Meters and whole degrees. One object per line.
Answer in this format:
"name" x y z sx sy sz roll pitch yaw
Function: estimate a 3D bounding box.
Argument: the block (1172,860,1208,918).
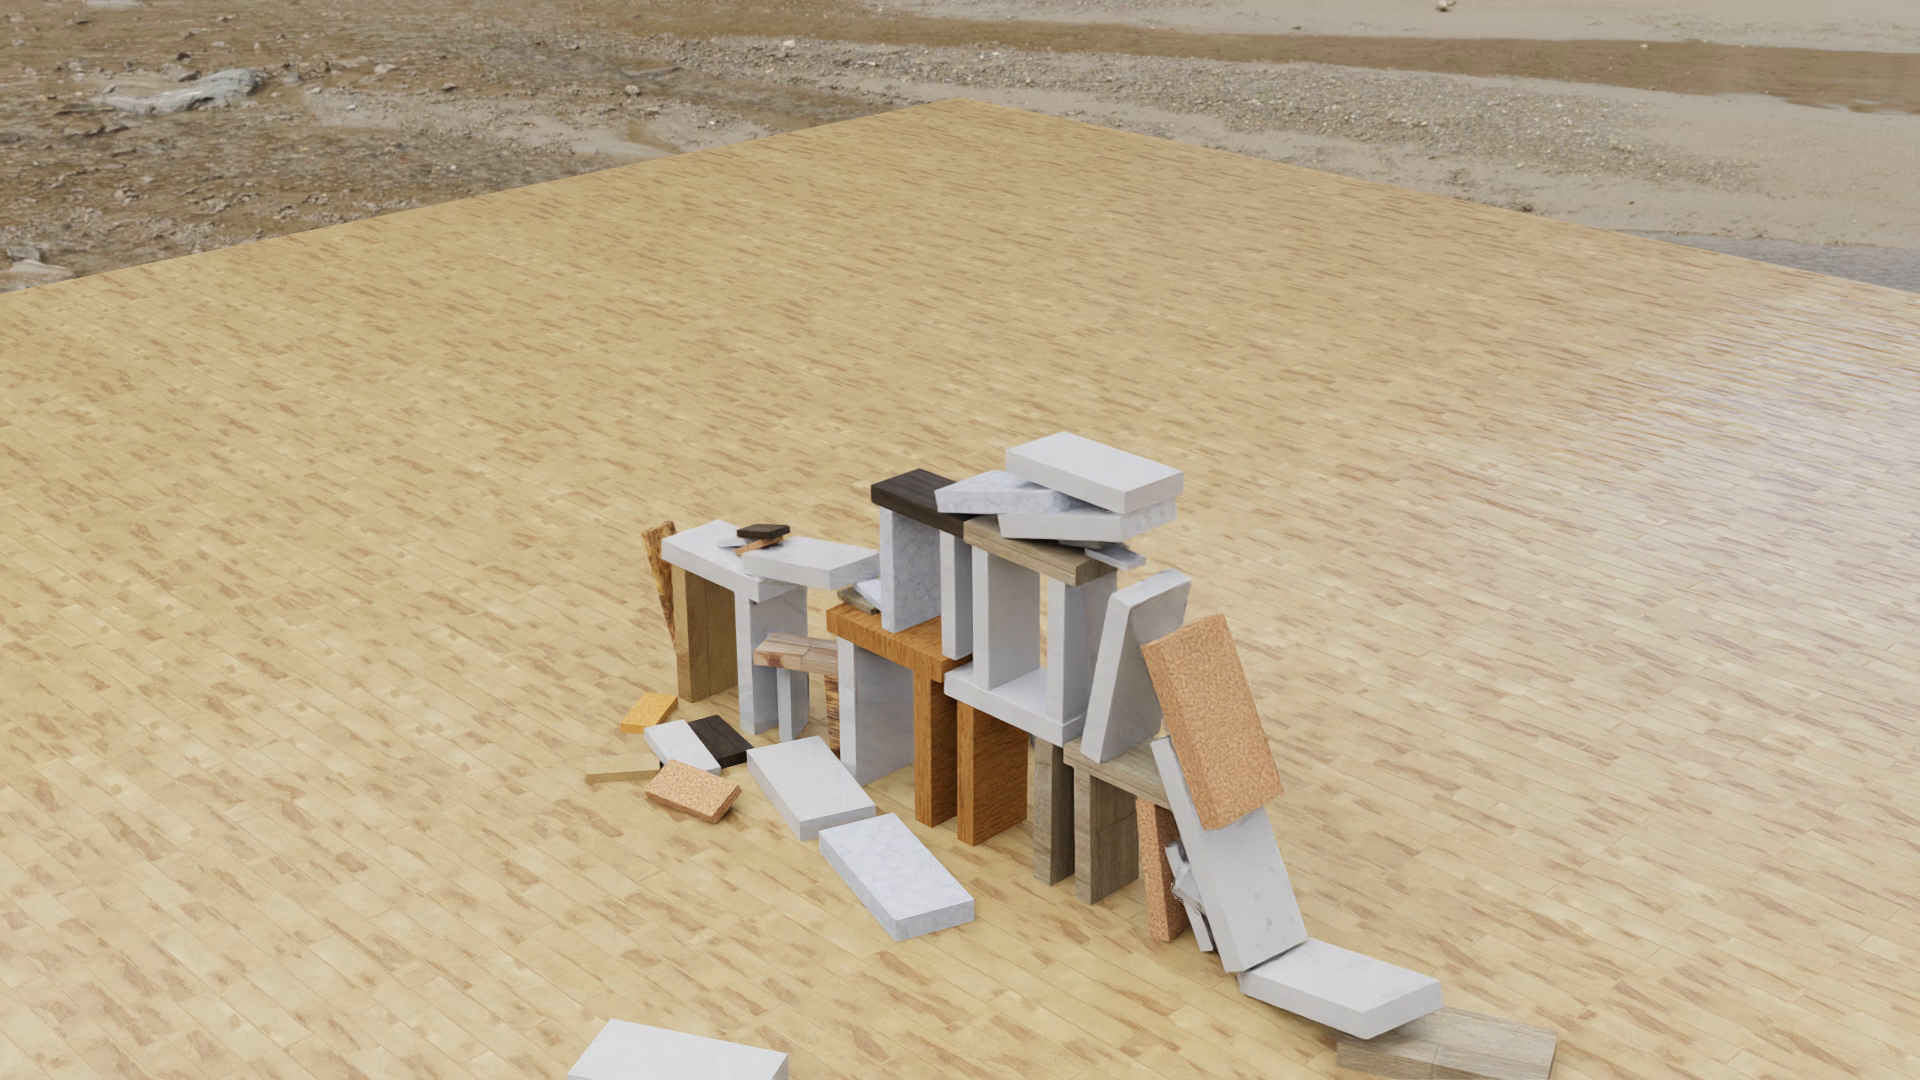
"block" 0.488 0.646 3.953 0.203 0.029 0.102 36 60 -5

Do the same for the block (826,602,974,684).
"block" -0.094 0.187 4.406 0.167 0.047 0.334 -21 31 -40

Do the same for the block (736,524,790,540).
"block" -0.418 -0.018 4.670 0.056 0.016 0.112 -20 16 -41

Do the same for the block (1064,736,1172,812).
"block" 0.338 0.412 4.026 0.276 0.039 0.138 21 31 41

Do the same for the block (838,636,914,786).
"block" -0.172 0.332 4.551 0.167 0.334 0.047 -21 31 -41

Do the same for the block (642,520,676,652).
"block" -0.636 0.138 4.965 0.076 0.363 0.022 -27 22 -37

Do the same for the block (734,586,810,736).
"block" -0.405 0.244 4.767 0.046 0.328 0.164 20 30 39

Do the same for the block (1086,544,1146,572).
"block" 0.278 0.028 3.934 0.050 0.014 0.101 -20 30 -40

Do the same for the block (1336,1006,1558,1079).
"block" 0.818 0.853 3.689 0.338 0.048 0.169 9 25 20

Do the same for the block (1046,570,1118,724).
"block" 0.225 0.182 4.059 0.143 0.286 0.041 -21 31 -41

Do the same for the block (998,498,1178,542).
"block" 0.228 -0.042 3.964 0.150 0.043 0.301 -21 16 -41

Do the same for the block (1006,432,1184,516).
"block" 0.239 -0.123 3.949 0.150 0.043 0.301 -19 29 -38

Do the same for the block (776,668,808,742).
"block" -0.361 0.322 4.740 0.029 0.204 0.102 6 24 14

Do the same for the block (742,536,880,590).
"block" -0.304 0.047 4.568 0.148 0.042 0.297 -19 19 -38

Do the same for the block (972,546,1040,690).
"block" 0.089 0.129 4.184 0.041 0.286 0.143 20 30 41

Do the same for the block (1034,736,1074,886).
"block" 0.211 0.492 4.204 0.155 0.310 0.044 -21 31 -41

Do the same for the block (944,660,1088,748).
"block" 0.134 0.299 4.206 0.310 0.044 0.155 21 31 41

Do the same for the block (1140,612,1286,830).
"block" 0.445 0.317 3.858 0.170 0.339 0.048 -22 4 -38

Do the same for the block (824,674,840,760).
"block" -0.246 0.359 4.651 0.029 0.204 0.102 5 23 21

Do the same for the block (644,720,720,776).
"block" -0.586 0.447 4.630 0.092 0.026 0.184 -11 35 -30

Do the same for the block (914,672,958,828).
"block" -0.015 0.393 4.406 0.167 0.334 0.047 -21 31 -41

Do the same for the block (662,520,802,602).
"block" -0.480 0.043 4.762 0.328 0.046 0.164 21 31 41

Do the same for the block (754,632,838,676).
"block" -0.321 0.241 4.632 0.204 0.029 0.102 7 24 17

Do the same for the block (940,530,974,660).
"block" 0.023 0.088 4.241 0.037 0.261 0.131 20 30 41

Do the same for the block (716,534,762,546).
"block" -0.472 -0.002 4.738 0.056 0.016 0.113 -19 9 -37

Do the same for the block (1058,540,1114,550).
"block" 0.232 -0.002 3.977 0.050 0.014 0.101 -21 19 -40

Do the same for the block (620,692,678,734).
"block" -0.682 0.382 4.834 0.076 0.022 0.152 5 24 12

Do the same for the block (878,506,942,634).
"block" -0.097 0.042 4.351 0.130 0.261 0.037 -21 30 -39

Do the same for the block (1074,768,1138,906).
"block" 0.277 0.535 4.144 0.039 0.276 0.138 19 29 42

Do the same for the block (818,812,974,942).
"block" -0.125 0.639 4.197 0.162 0.046 0.357 -11 25 -24

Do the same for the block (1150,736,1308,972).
"block" 0.478 0.534 3.895 0.170 0.423 0.048 -16 -3 -38

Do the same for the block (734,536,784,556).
"block" -0.429 0.010 4.692 0.056 0.016 0.112 -19 0 -37

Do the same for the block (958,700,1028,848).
"block" 0.065 0.435 4.338 0.044 0.310 0.155 21 31 41

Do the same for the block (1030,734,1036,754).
"block" 0.249 0.468 4.604 0.149 0.042 0.297 -4 23 -8

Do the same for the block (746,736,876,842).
"block" -0.308 0.506 4.510 0.162 0.046 0.323 -10 25 -22

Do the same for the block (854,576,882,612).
"block" -0.161 0.112 4.450 0.055 0.016 0.110 -18 42 -37

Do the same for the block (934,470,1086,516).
"block" 0.112 -0.089 4.076 0.150 0.043 0.302 -21 16 -41

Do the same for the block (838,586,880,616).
"block" -0.193 0.122 4.477 0.055 0.016 0.110 -19 29 -37

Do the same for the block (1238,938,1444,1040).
"block" 0.646 0.765 3.769 0.169 0.048 0.338 -14 10 -28

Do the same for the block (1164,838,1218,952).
"block" 0.444 0.635 4.012 0.029 0.203 0.102 -15 8 41

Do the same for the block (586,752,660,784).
"block" -0.706 0.477 4.608 0.152 0.022 0.076 -3 23 -7

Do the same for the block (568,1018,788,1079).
"block" -0.463 0.882 3.624 0.323 0.046 0.162 7 24 16

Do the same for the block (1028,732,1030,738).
"block" -0.033 0.361 4.856 0.438 0.042 0.148 12 26 26

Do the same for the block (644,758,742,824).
"block" -0.544 0.511 4.478 0.184 0.026 0.092 16 51 33

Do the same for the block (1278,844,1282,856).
"block" 0.544 0.655 4.021 0.102 0.029 0.203 3 59 -7

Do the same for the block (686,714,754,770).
"block" -0.520 0.432 4.709 0.092 0.026 0.184 -14 27 -29

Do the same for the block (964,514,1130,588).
"block" 0.158 0.006 4.056 0.143 0.041 0.286 -21 31 -40

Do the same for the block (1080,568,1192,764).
"block" 0.317 0.228 3.973 0.170 0.339 0.048 -22 41 -41

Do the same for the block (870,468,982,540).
"block" -0.036 -0.072 4.237 0.130 0.037 0.261 -21 31 -40

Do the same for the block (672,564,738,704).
"block" -0.557 0.185 4.905 0.046 0.328 0.164 21 31 41

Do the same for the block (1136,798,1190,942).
"block" 0.390 0.580 4.037 0.039 0.276 0.138 6 22 37
